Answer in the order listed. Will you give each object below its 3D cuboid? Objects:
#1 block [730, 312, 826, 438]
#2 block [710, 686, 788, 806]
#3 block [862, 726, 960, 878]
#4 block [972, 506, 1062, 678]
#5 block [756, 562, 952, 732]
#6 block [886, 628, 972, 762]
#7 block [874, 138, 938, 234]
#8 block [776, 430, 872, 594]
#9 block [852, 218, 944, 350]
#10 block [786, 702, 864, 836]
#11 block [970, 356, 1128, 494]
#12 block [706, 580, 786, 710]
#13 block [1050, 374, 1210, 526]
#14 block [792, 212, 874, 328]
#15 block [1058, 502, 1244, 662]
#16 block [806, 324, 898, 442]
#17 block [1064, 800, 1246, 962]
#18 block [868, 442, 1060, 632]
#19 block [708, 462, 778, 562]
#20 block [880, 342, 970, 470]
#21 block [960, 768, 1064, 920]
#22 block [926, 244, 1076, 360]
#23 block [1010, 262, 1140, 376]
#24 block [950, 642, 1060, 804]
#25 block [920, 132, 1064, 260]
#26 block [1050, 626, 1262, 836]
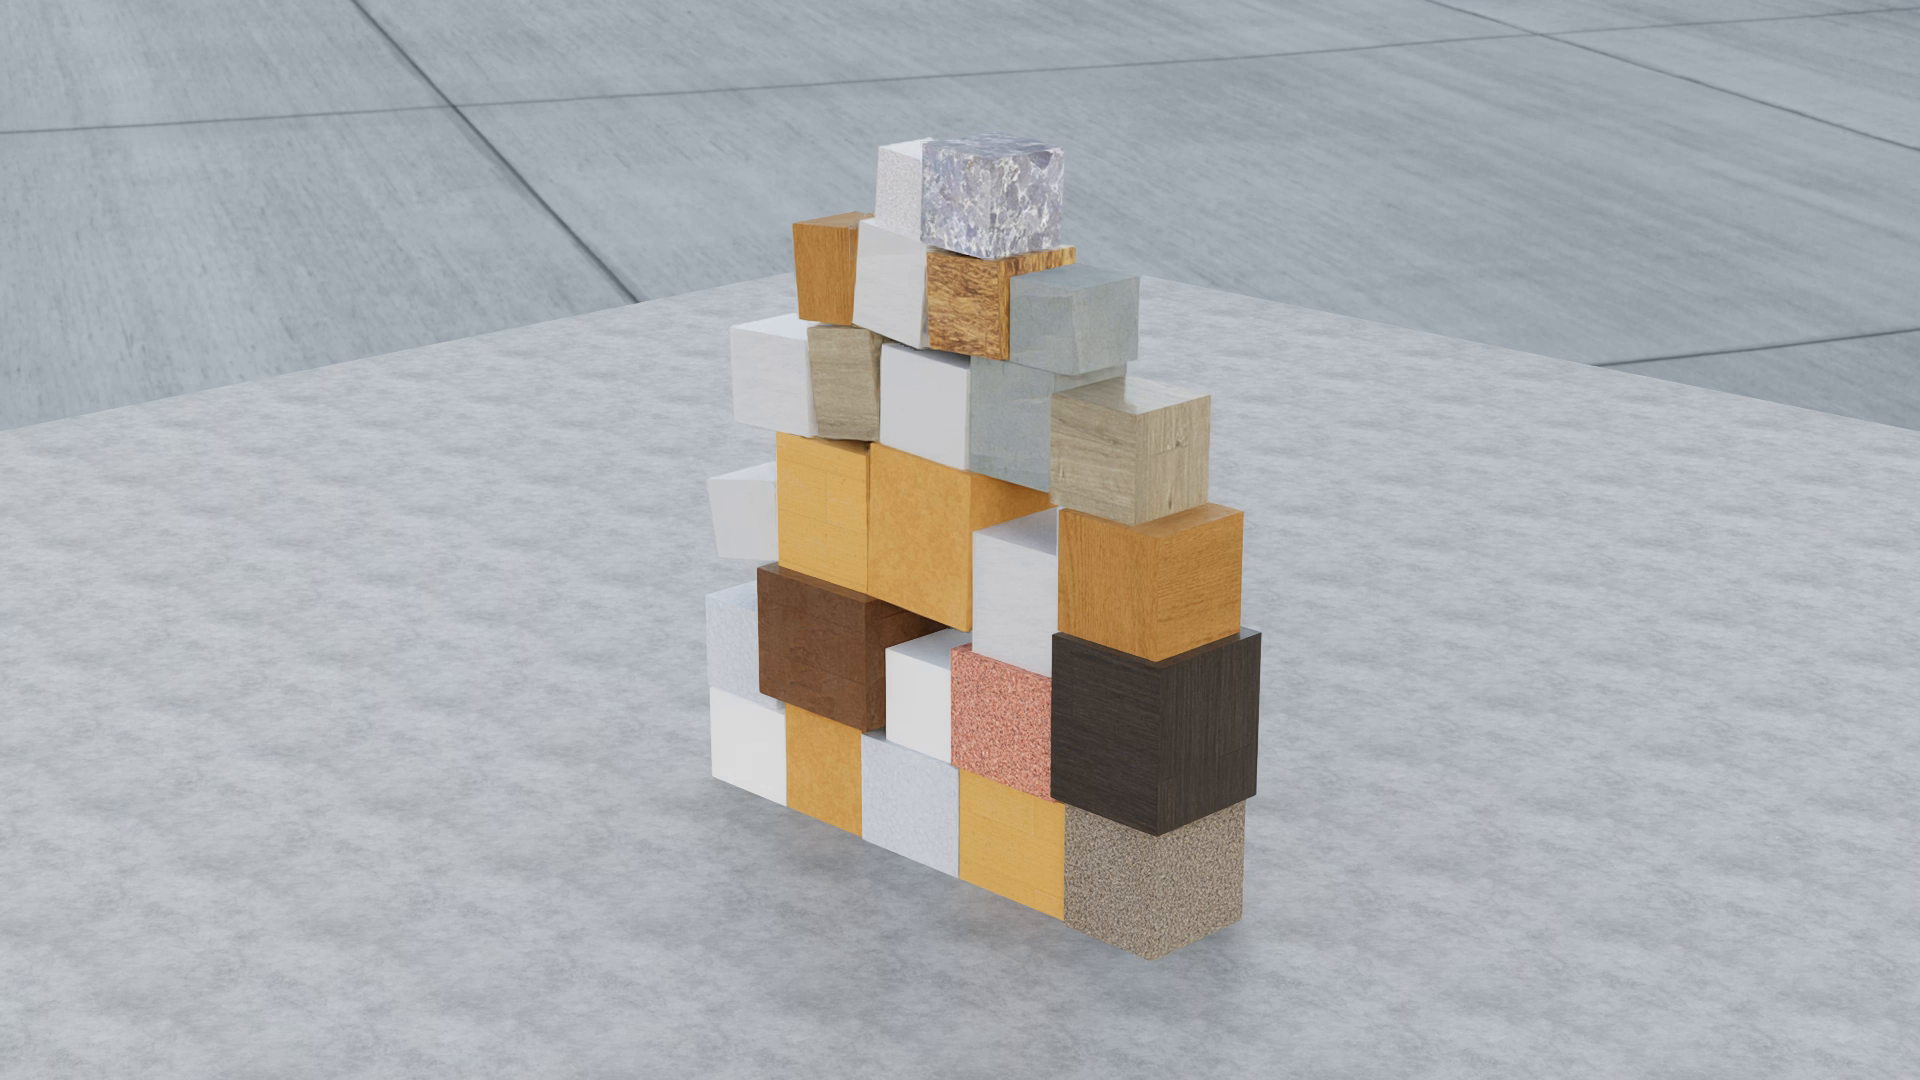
[{"bbox_3d":[-0.706,-0.792,13.829,0.521,0.457,0.525,-17,21,-42],"label":"block"},{"bbox_3d":[-0.839,0.949,14.538,0.569,0.472,0.549,-17,24,-42],"label":"block"},{"bbox_3d":[-0.041,1.167,13.743,0.555,0.532,0.636,-17,24,-42],"label":"block"},{"bbox_3d":[0.435,0.231,12.973,0.534,0.560,0.542,-17,24,-42],"label":"block"},{"bbox_3d":[-0.439,0.432,13.933,0.728,0.630,0.745,-17,24,-42],"label":"block"},{"bbox_3d":[-0.015,0.713,13.553,0.460,0.448,0.466,-17,24,-42],"label":"block"},{"bbox_3d":[-0.135,-1.563,12.994,0.312,0.331,0.353,-17,30,-42],"label":"block"},{"bbox_3d":[-0.450,-0.187,13.755,0.545,0.658,0.609,-17,24,-42],"label":"block"},{"bbox_3d":[-0.148,-1.180,13.128,0.469,0.479,0.430,-17,30,-42],"label":"block"},{"bbox_3d":[-0.461,1.010,14.136,0.529,0.596,0.535,-17,24,-42],"label":"block"},{"bbox_3d":[0.384,-0.551,12.782,0.461,0.530,0.497,-17,24,-42],"label":"block"},{"bbox_3d":[-0.878,0.489,14.438,0.534,0.466,0.512,-17,24,-42],"label":"block"},{"bbox_3d":[0.722,-0.386,12.461,0.470,0.482,0.484,-17,24,-42],"label":"block"},{"bbox_3d":[-0.471,-1.245,13.456,0.386,0.447,0.416,-17,19,-42],"label":"block"},{"bbox_3d":[0.811,0.133,12.514,0.543,0.541,0.565,-17,24,-42],"label":"block"},{"bbox_3d":[-0.359,-0.758,13.483,0.487,0.510,0.415,-17,16,-42],"label":"block"},{"bbox_3d":[0.853,1.405,12.875,0.607,0.598,0.515,-17,24,-42],"label":"block"},{"bbox_3d":[0.016,-0.075,13.318,0.579,0.726,0.637,-17,26,-42],"label":"block"},{"bbox_3d":[-0.861,-0.147,14.208,0.474,0.391,0.492,-17,13,-42],"label":"block"},{"bbox_3d":[0.001,-0.638,13.129,0.474,0.458,0.536,-17,26,-42],"label":"block"},{"bbox_3d":[0.443,1.293,13.305,0.583,0.554,0.673,-17,24,-42],"label":"block"},{"bbox_3d":[0.185,-1.060,12.809,0.488,0.424,0.429,-17,21,-42],"label":"block"},{"bbox_3d":[0.489,-0.948,12.552,0.418,0.367,0.364,-17,24,-42],"label":"block"},{"bbox_3d":[0.385,0.761,13.150,0.563,0.556,0.645,-17,24,-42],"label":"block"},{"bbox_3d":[0.139,-1.497,12.715,0.450,0.434,0.417,-17,27,-42],"label":"block"},{"bbox_3d":[0.844,0.759,12.680,0.658,0.752,0.617,-17,24,-42],"label":"block"}]
